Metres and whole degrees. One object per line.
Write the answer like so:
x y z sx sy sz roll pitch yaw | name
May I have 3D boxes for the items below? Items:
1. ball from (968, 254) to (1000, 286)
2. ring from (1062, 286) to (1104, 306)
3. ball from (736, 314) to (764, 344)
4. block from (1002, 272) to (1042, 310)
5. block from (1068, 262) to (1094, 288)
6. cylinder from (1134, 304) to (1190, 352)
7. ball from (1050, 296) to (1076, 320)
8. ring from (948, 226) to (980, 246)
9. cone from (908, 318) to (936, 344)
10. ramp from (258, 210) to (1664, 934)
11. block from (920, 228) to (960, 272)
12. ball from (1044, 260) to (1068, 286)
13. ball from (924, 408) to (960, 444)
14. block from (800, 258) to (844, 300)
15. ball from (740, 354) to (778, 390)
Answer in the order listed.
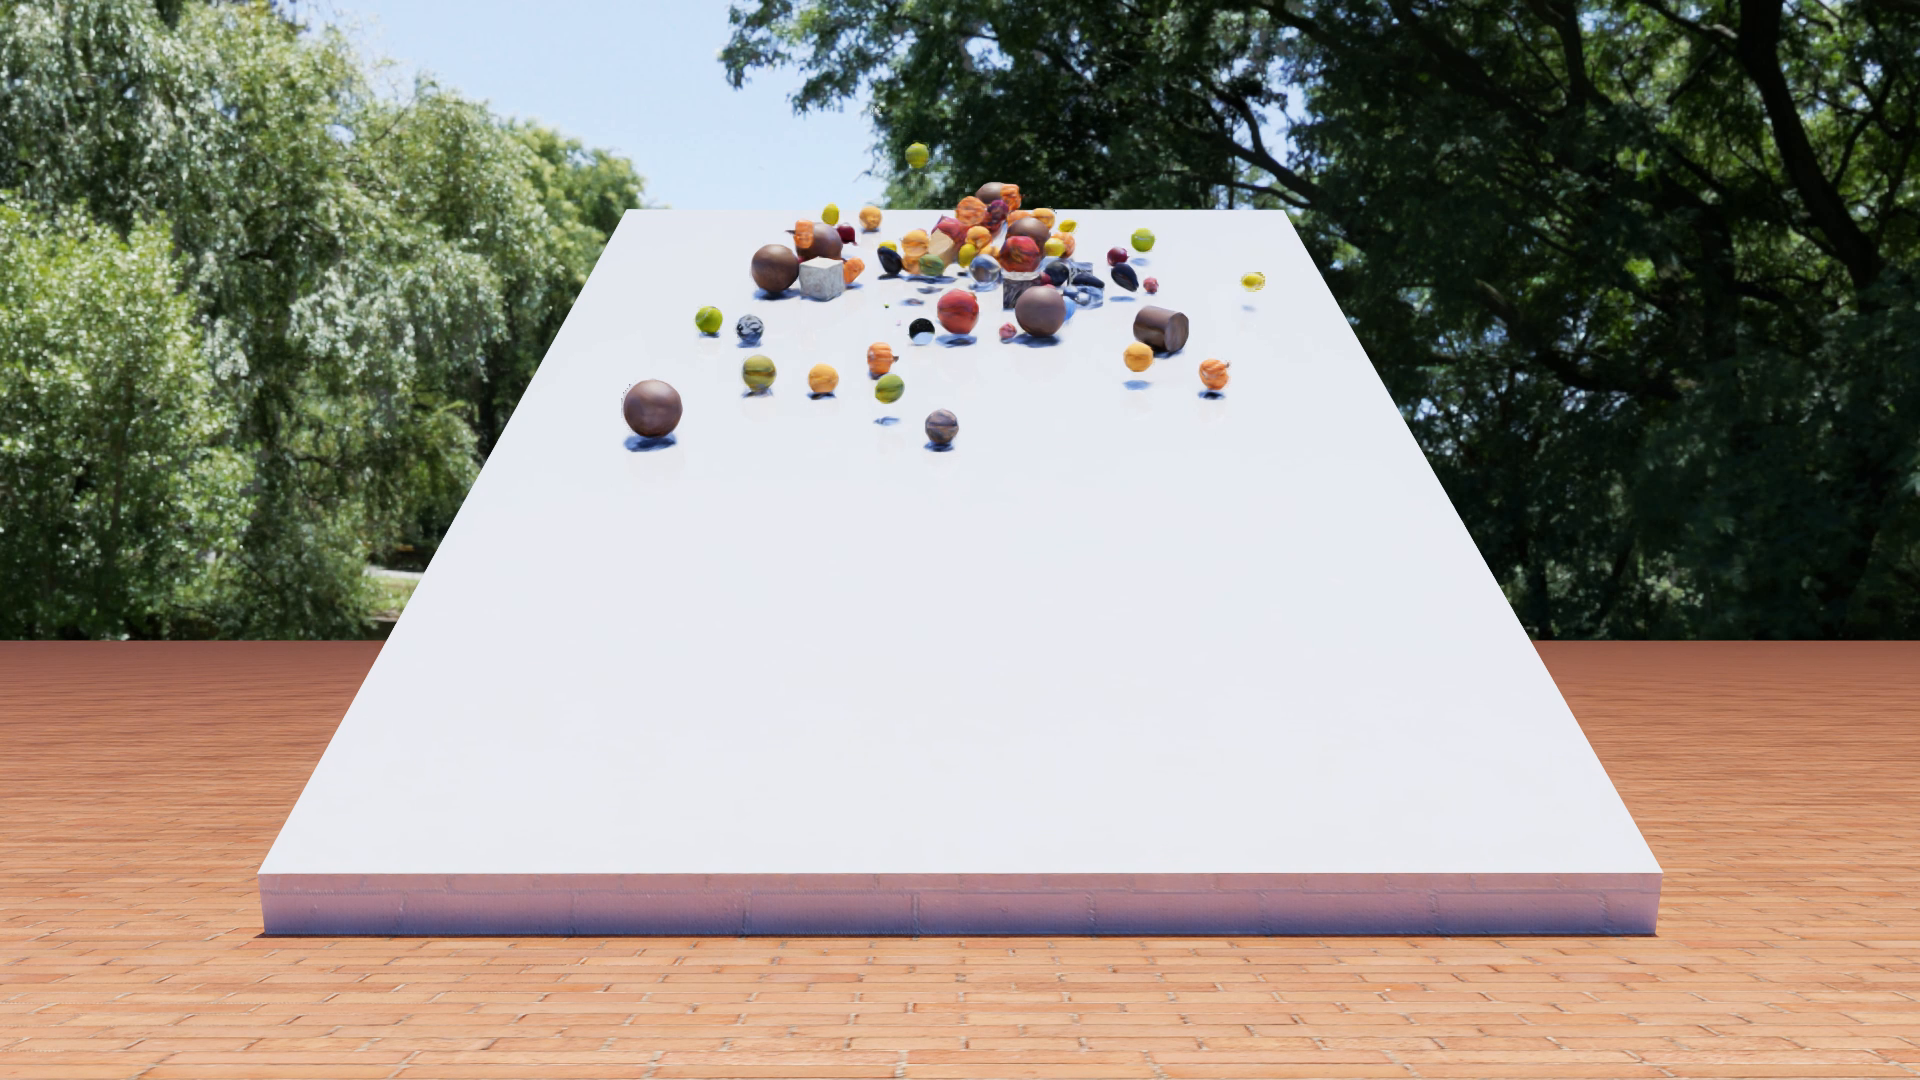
0.066 -0.726 6.162 0.084 0.084 0.084 0 -2 0 | ball
0.323 -0.640 6.011 0.111 0.037 0.111 1 22 -1 | ring
-0.519 -0.522 5.667 0.070 0.070 0.070 0 -2 0 | ball
0.161 -0.650 5.980 0.079 0.079 0.079 8 23 19 | block
0.323 -0.707 6.145 0.060 0.060 0.060 4 25 10 | block
0.494 -0.519 5.624 0.099 0.099 0.099 20 12 41 | cylinder
0.262 -0.593 5.854 0.065 0.065 0.065 0 -2 0 | ball
0.010 -0.873 6.588 0.094 0.031 0.094 11 27 -6 | ring
-0.098 -0.515 5.695 0.067 0.067 0.067 0 0 -6 | cone
-0.006 -0.219 5.137 2.000 0.100 4.000 0 22 0 | ramp
-0.055 -0.789 6.231 0.068 0.068 0.068 -41 -27 -6 | block
0.258 -0.716 6.160 0.068 0.068 0.068 0 -2 0 | ball
-0.040 -0.246 4.965 0.077 0.077 0.077 0 -2 0 | ball
-0.366 -0.695 6.083 0.084 0.084 0.084 13 25 29 | block
-0.466 -0.388 5.309 0.084 0.084 0.084 0 -2 0 | ball
